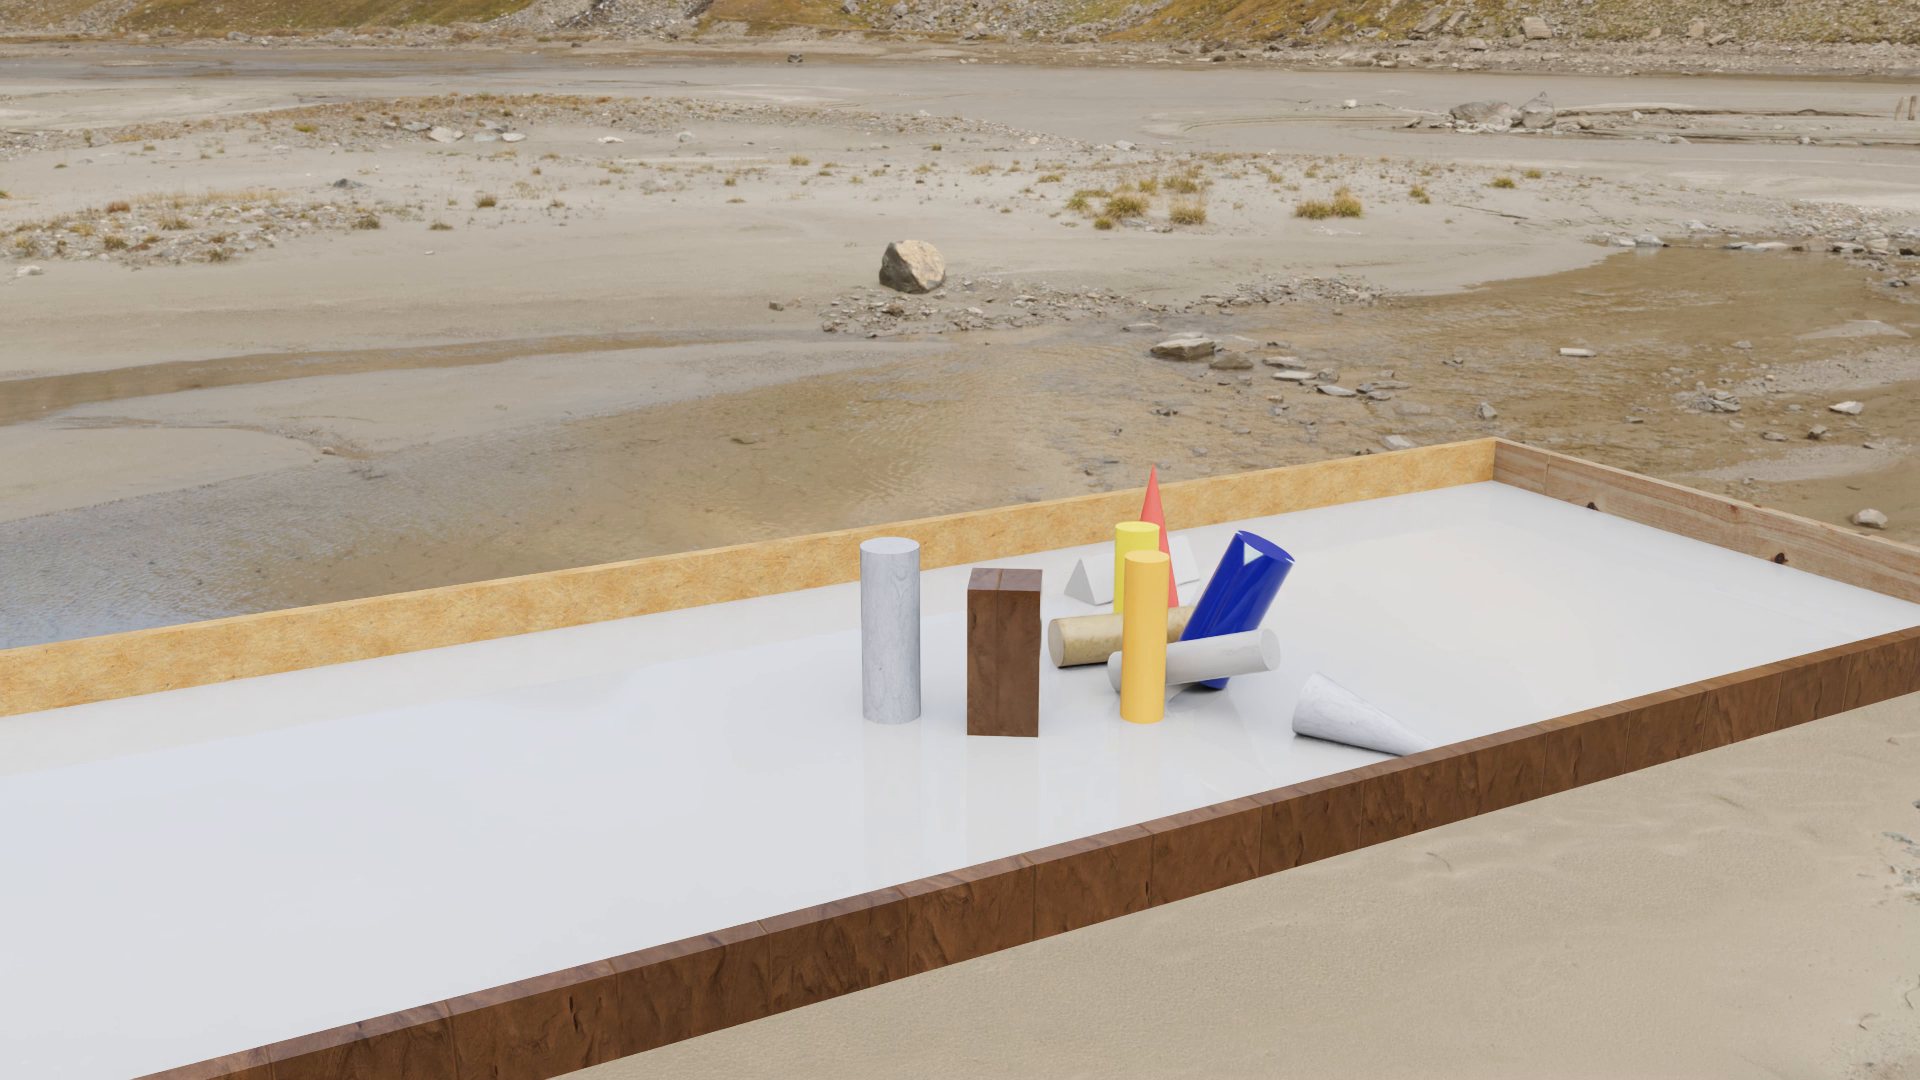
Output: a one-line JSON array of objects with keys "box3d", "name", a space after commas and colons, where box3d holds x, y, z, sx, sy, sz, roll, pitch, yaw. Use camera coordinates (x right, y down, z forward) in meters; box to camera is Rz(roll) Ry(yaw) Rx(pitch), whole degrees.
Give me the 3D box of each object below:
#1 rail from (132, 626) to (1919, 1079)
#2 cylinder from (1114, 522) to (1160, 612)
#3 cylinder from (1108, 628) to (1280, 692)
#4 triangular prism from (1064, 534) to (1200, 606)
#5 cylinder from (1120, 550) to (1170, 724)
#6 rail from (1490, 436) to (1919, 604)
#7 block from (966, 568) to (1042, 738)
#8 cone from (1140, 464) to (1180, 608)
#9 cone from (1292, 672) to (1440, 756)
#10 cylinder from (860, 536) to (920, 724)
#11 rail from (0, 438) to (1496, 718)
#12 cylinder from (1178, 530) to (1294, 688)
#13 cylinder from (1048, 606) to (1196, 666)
[{"box3d": [-2.336, 1.006, 1.665, 12.000, 0.150, 0.050, -9, 18, -27], "name": "rail"}, {"box3d": [0.469, 0.116, 4.396, 0.116, 0.313, 0.116, 0, 14, 0], "name": "cylinder"}, {"box3d": [0.557, 0.290, 3.956, 0.418, 0.100, 0.100, -12, 6, 36], "name": "cylinder"}, {"box3d": [0.511, 0.078, 4.862, 0.414, 0.122, 0.141, -12, 20, -35], "name": "triangular prism"}, {"box3d": [0.434, 0.228, 3.875, 0.104, 0.397, 0.104, 0, 16, 0], "name": "cylinder"}, {"box3d": [2.466, -0.048, 5.253, 0.050, 0.150, 2.100, -9, 18, -27], "name": "rail"}, {"box3d": [0.105, 0.260, 3.839, 0.165, 0.355, 0.165, 1, 16, 4], "name": "block"}, {"box3d": [0.540, -0.015, 4.651, 0.170, 0.424, 0.170, 0, 16, 0], "name": "cone"}, {"box3d": [0.975, 0.443, 3.715, 0.422, 0.151, 0.151, 21, 25, 28], "name": "cone"}, {"box3d": [-0.163, 0.213, 3.884, 0.138, 0.420, 0.138, 0, 16, 0], "name": "cylinder"}, {"box3d": [-3.305, 0.497, 3.399, 12.000, 0.150, 0.050, -9, 18, -27], "name": "rail"}, {"box3d": [0.669, 0.172, 4.069, 0.160, 0.361, 0.160, 23, 17, -8], "name": "cylinder"}, {"box3d": [0.436, 0.249, 4.291, 0.397, 0.123, 0.123, -5, 17, -16], "name": "cylinder"}]
